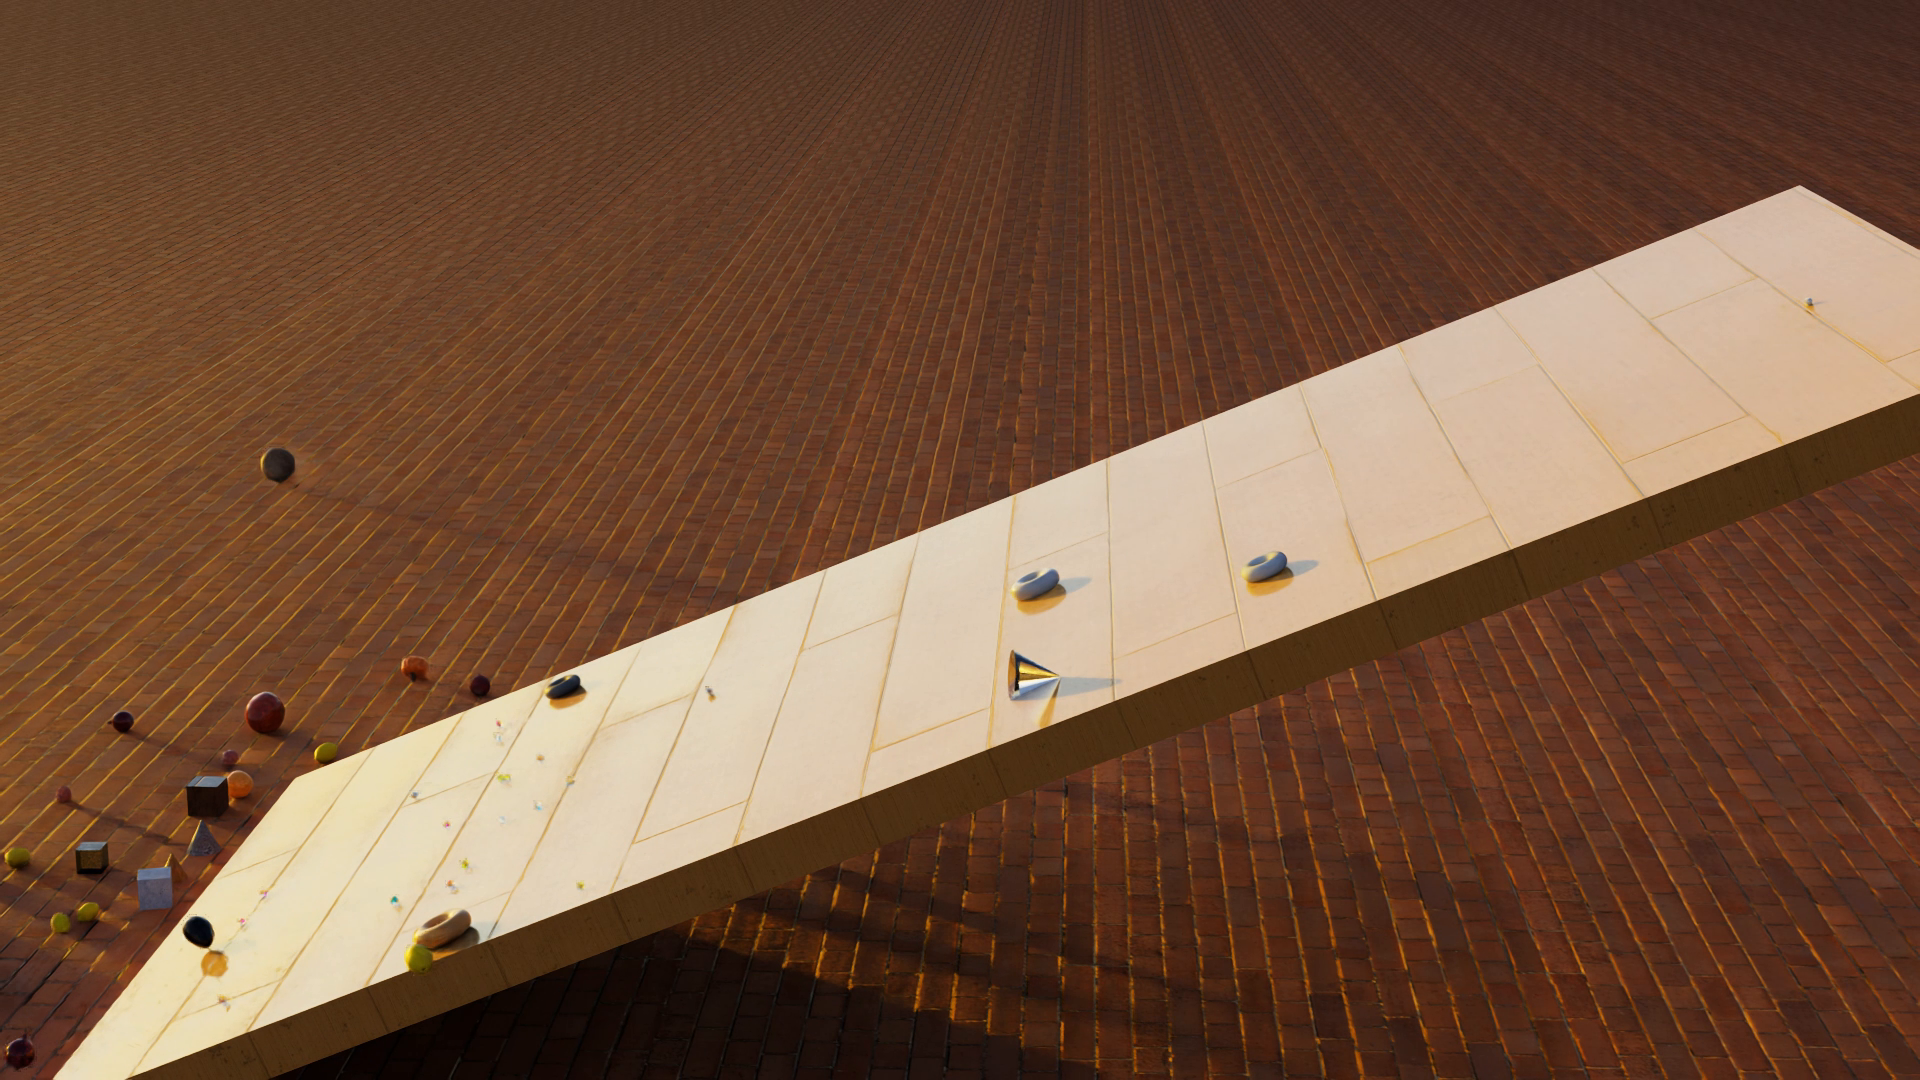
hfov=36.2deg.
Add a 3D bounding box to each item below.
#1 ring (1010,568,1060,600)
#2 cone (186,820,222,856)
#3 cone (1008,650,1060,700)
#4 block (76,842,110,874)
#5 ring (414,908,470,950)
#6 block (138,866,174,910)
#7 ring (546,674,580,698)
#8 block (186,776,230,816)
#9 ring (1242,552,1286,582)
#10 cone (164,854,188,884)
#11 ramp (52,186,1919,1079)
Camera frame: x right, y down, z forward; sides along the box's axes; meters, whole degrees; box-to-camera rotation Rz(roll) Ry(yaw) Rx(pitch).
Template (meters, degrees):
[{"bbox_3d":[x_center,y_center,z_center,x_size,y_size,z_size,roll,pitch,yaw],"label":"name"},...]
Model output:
[{"bbox_3d":[0.159,0.094,6.241,0.111,0.037,0.111,-23,11,5],"label":"ring"},{"bbox_3d":[-1.867,0.725,7.250,0.083,0.083,0.083,0,14,0],"label":"cone"},{"bbox_3d":[0.145,0.256,5.559,0.095,0.095,0.095,3,14,-8],"label":"cone"},{"bbox_3d":[-2.102,0.770,7.123,0.060,0.060,0.060,0,14,1],"label":"block"},{"bbox_3d":[-0.980,0.736,5.566,0.117,0.039,0.117,-23,11,5],"label":"ring"},{"bbox_3d":[-1.888,0.818,6.901,0.075,0.075,0.075,-3,15,-13],"label":"block"},{"bbox_3d":[-0.970,0.358,7.180,0.094,0.031,0.094,-23,11,5],"label":"ring"},{"bbox_3d":[-1.925,0.656,7.529,0.080,0.080,0.080,1,14,5],"label":"block"},{"bbox_3d":[0.585,0.051,5.659,0.094,0.031,0.094,-23,12,5],"label":"ring"},{"bbox_3d":[-1.890,0.781,7.060,0.068,0.068,0.068,0,14,0],"label":"cone"},{"bbox_3d":[0.126,0.172,6.288,4.000,0.100,2.000,-21,12,8],"label":"ramp"}]
